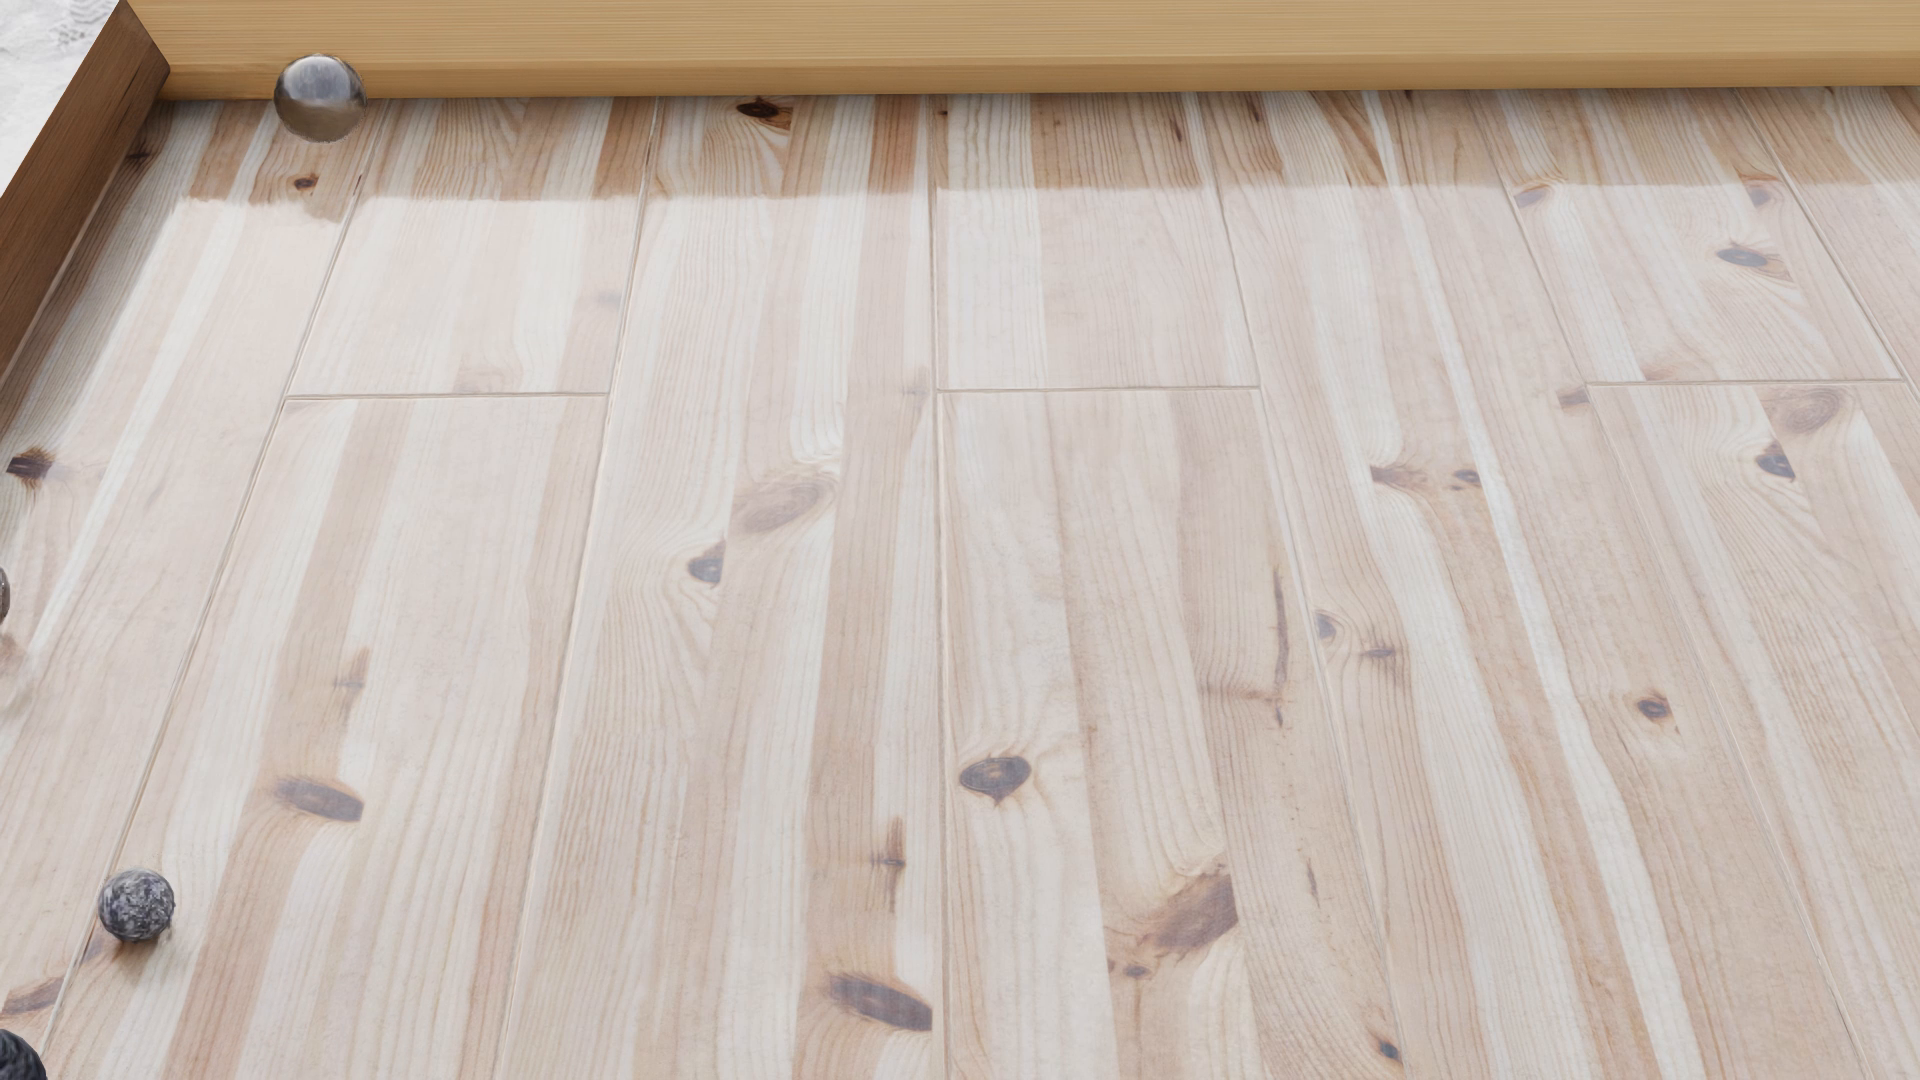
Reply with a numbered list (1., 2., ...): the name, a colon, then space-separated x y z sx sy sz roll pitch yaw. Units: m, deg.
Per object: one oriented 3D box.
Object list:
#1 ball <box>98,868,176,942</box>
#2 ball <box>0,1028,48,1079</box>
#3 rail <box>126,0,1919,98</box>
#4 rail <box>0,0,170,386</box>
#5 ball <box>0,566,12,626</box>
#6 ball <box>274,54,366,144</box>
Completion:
1. ball: -0.475 0.210 1.481 0.043 0.043 0.043 0 36 0
2. ball: -0.515 0.291 1.344 0.072 0.072 0.072 0 36 0
3. rail: 0.731 -0.455 2.355 2.982 0.103 0.045 -1 36 -1
4. rail: -0.722 -0.009 1.734 0.045 0.103 1.520 -1 36 -1
5. ball: -0.666 0.037 1.698 0.071 0.071 0.071 0 36 0
6. ball: -0.572 -0.394 2.293 0.079 0.079 0.079 0 36 0
